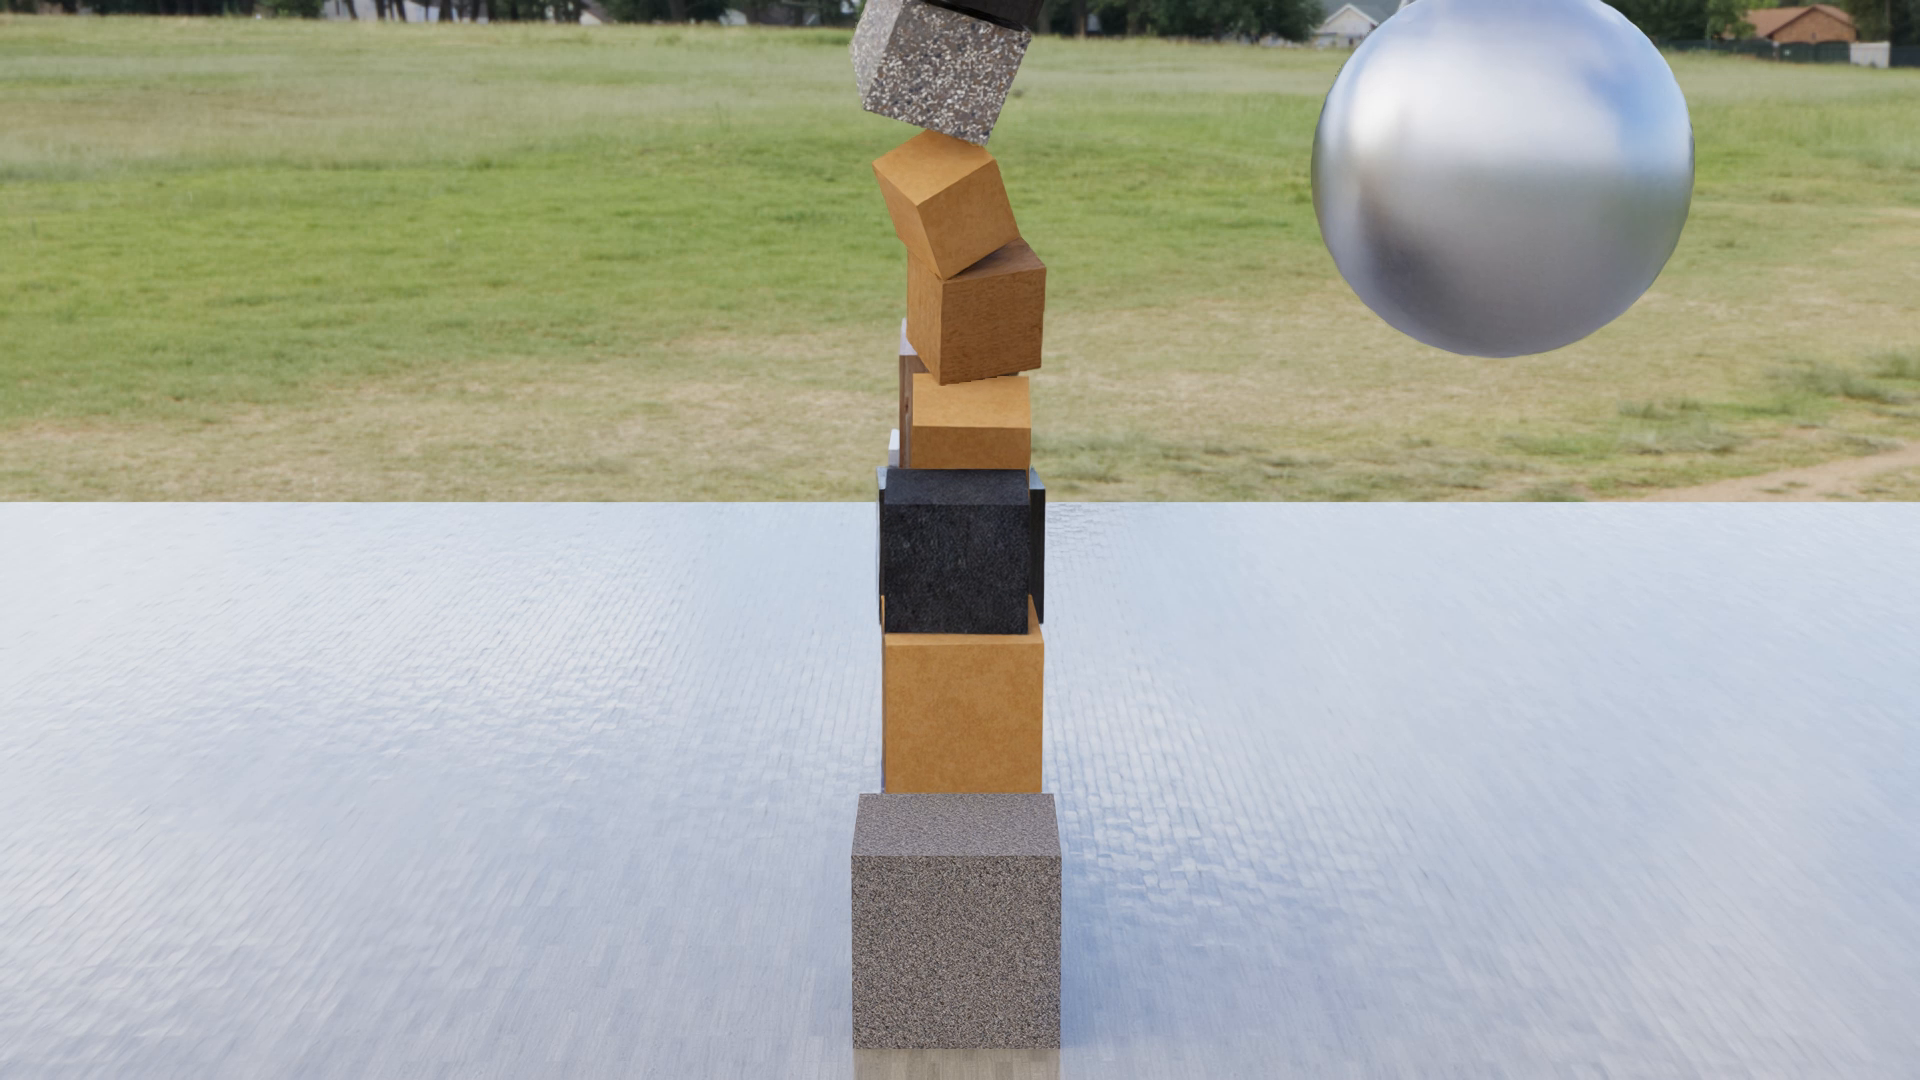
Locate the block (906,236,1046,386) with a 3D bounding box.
[{"bbox_3d":[0.061,-0.988,10.715,0.455,0.484,0.404,-11,38,-18],"label":"block"}]

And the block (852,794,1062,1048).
[{"bbox_3d":[-0.013,1.423,9.691,0.758,0.733,0.815,0,10,0],"label":"block"}]

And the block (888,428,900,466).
[{"bbox_3d":[-0.010,-0.140,11.768,0.614,0.656,0.584,0,12,0],"label":"block"}]

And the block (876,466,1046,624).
[{"bbox_3d":[-0.009,0.015,11.125,0.698,0.578,0.672,0,10,-3],"label":"block"}]

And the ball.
[{"bbox_3d":[2.295,-1.573,10.894,1.600,1.600,1.600,0,10,0],"label":"ball"}]

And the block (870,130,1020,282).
[{"bbox_3d":[-0.058,-1.381,10.389,0.375,0.410,0.380,-32,46,-11],"label":"block"}]

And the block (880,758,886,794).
[{"bbox_3d":[-0.001,1.194,11.081,0.661,0.687,0.688,0,10,0],"label":"block"}]

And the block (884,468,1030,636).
[{"bbox_3d":[-0.015,0.042,10.283,0.567,0.535,0.527,0,17,0],"label":"block"}]

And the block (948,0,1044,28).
[{"bbox_3d":[0.096,-2.438,9.838,0.550,0.605,0.614,14,31,-17],"label":"block"}]

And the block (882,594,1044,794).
[{"bbox_3d":[0.001,0.644,10.400,0.619,0.685,0.628,-1,17,-3],"label":"block"}]

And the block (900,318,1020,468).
[{"bbox_3d":[-0.002,-0.622,11.200,0.511,0.552,0.543,0,21,0],"label":"block"}]

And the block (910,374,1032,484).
[{"bbox_3d":[0.040,-0.398,10.651,0.483,0.414,0.438,1,32,-1],"label":"block"}]

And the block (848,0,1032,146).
[{"bbox_3d":[-0.087,-1.968,10.149,0.523,0.491,0.567,14,32,-18],"label":"block"}]
